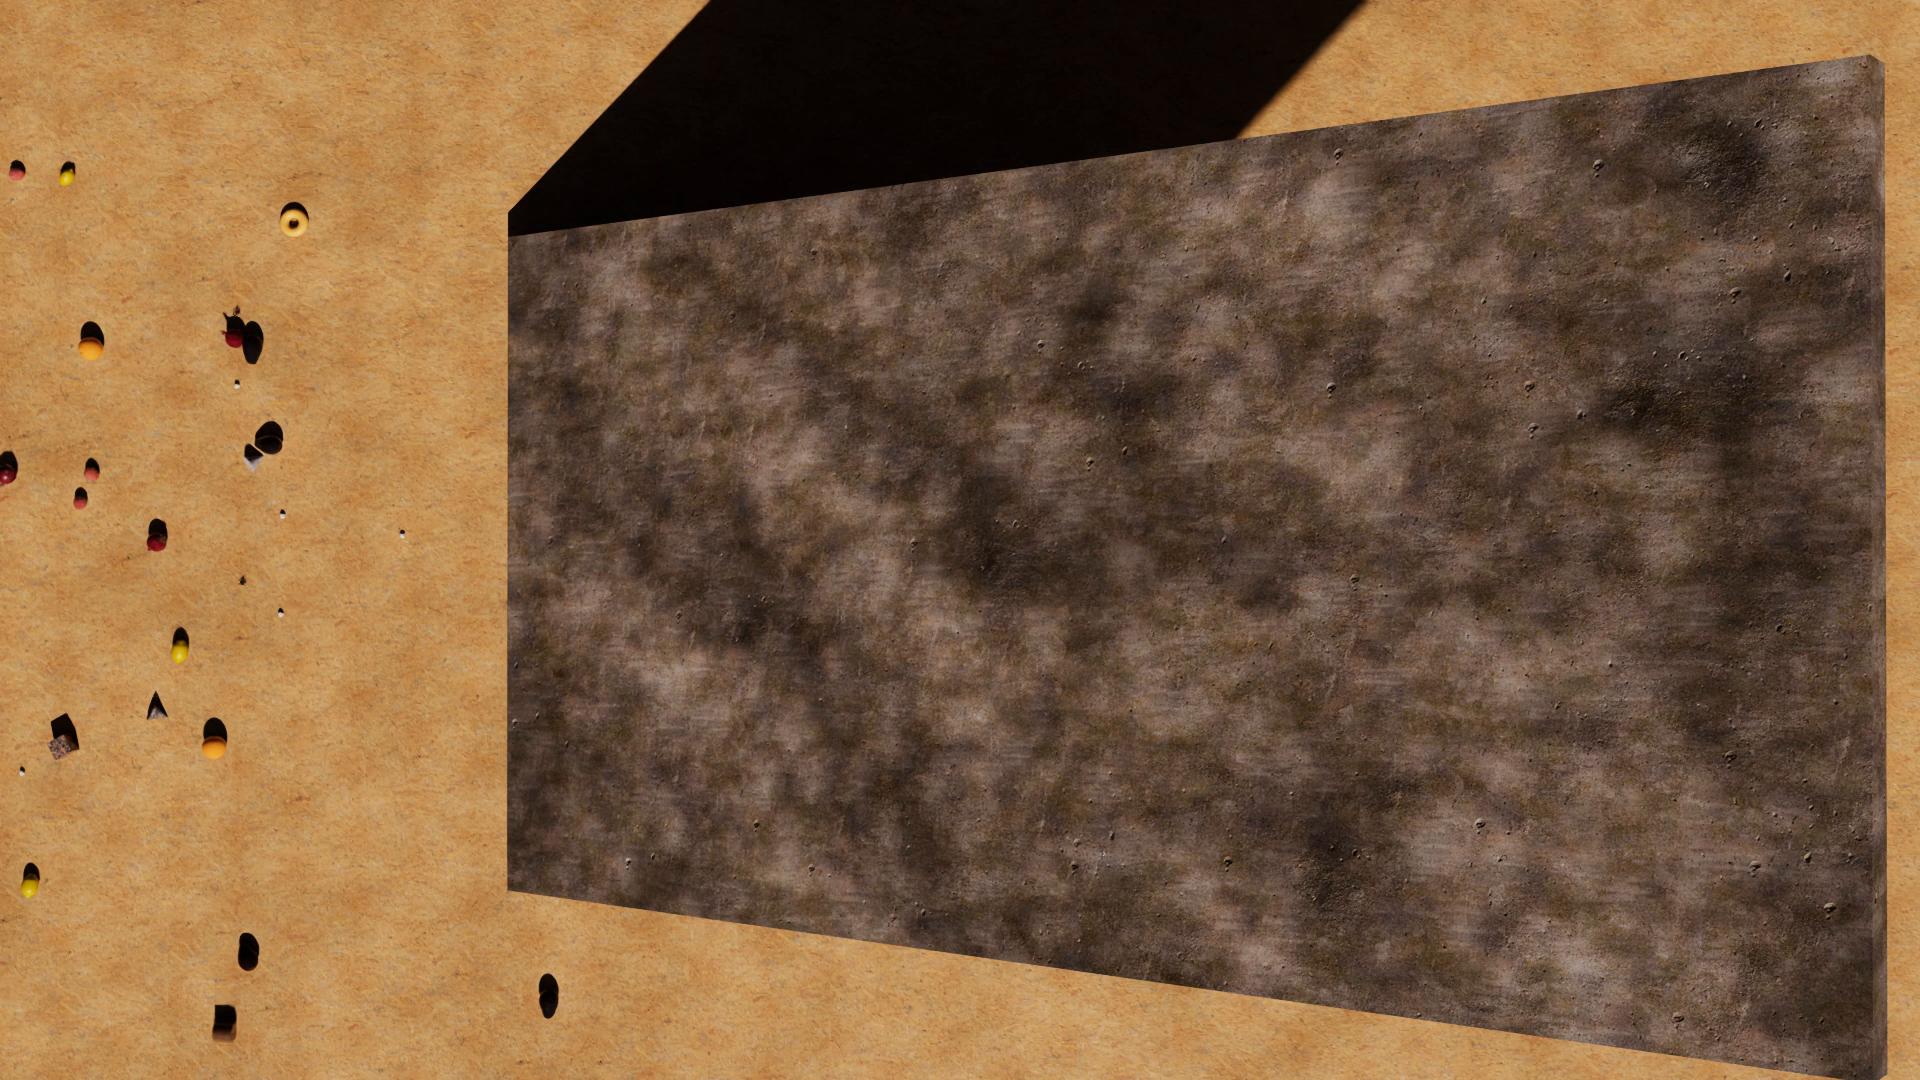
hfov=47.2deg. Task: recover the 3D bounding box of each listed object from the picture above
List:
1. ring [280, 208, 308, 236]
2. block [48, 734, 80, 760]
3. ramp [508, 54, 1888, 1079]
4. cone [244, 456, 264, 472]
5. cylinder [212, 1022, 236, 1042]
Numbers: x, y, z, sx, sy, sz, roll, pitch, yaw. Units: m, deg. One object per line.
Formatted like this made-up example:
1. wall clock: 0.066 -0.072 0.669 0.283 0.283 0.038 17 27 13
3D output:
1. ring: -2.060 -0.982 6.802 0.088 0.029 0.088 0 90 1
2. block: -2.764 0.637 6.777 0.058 0.058 0.058 -29 90 0
3. ramp: 0.224 0.064 5.541 4.000 0.100 2.000 0 90 38
4. cone: -2.174 -0.247 6.799 0.056 0.056 0.056 -38 90 -27
5. cylinder: -2.264 1.513 6.771 0.057 0.057 0.057 3 90 0
